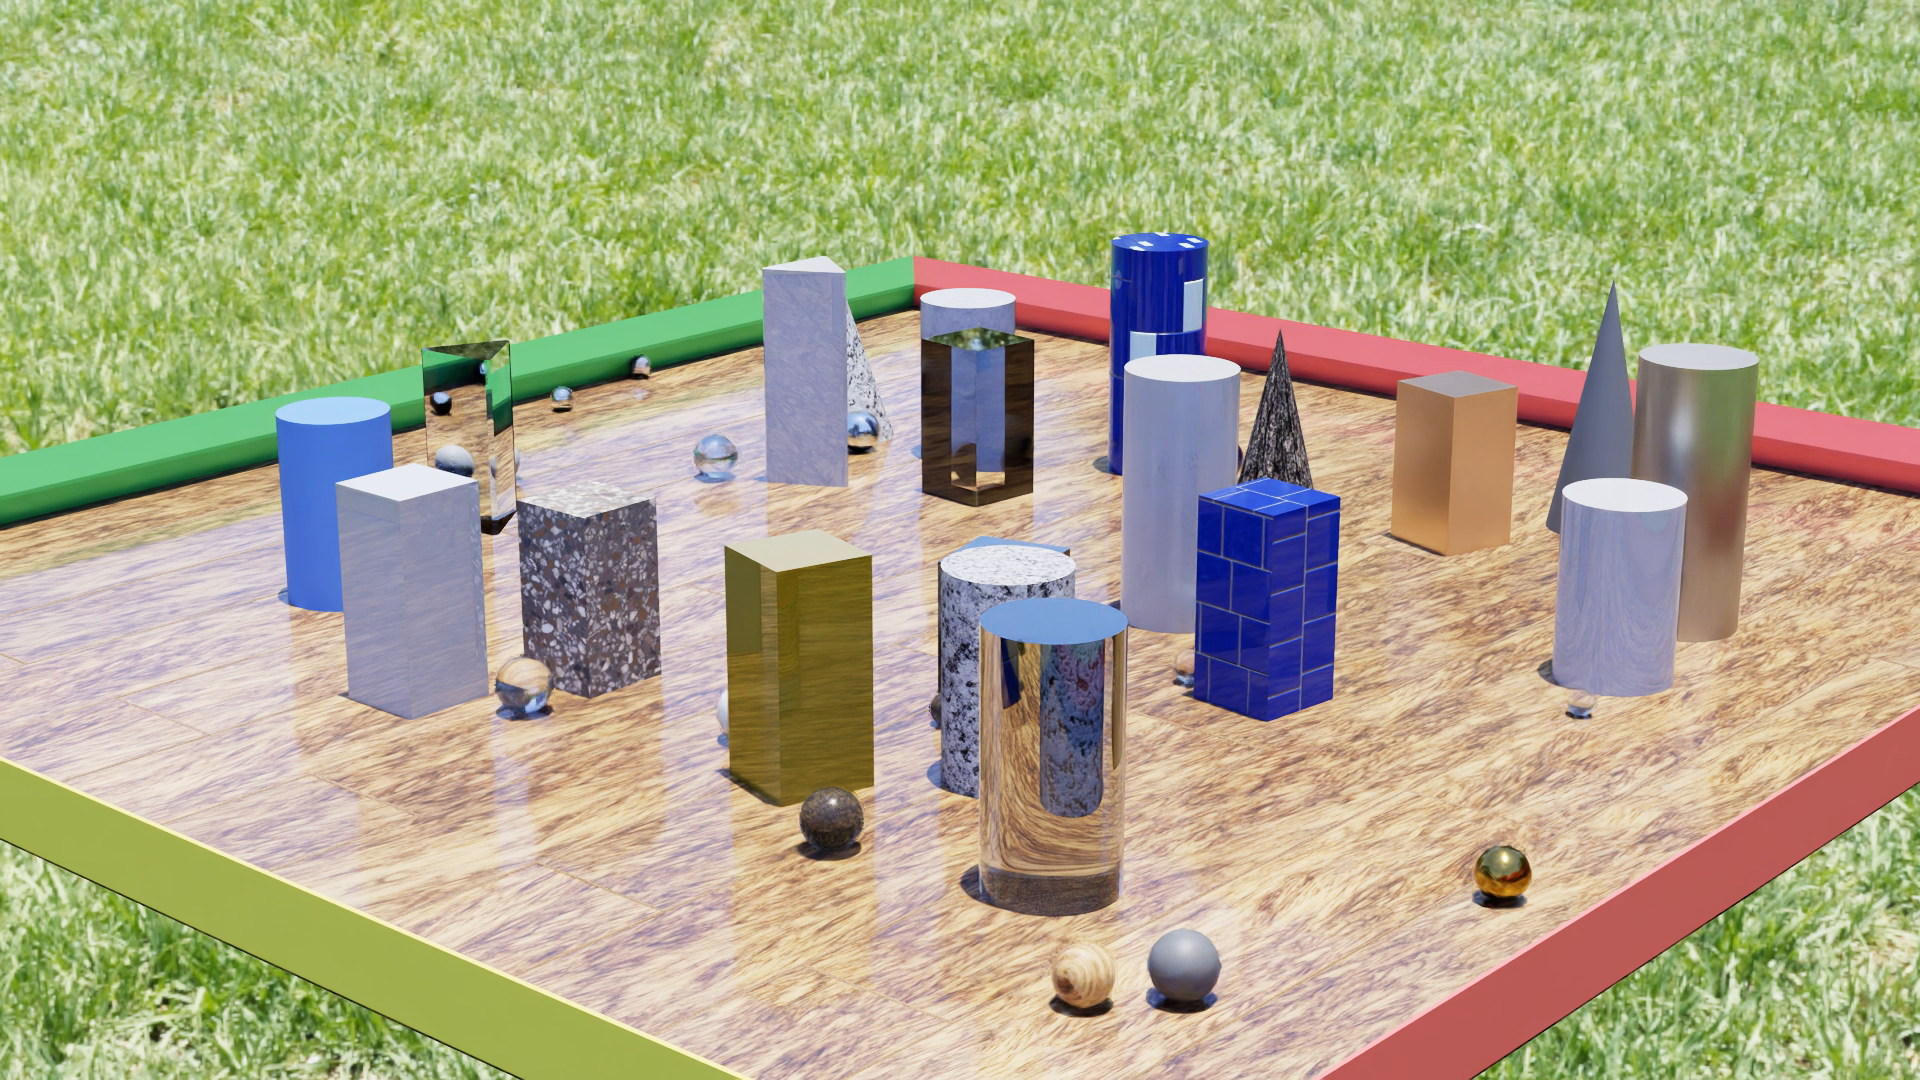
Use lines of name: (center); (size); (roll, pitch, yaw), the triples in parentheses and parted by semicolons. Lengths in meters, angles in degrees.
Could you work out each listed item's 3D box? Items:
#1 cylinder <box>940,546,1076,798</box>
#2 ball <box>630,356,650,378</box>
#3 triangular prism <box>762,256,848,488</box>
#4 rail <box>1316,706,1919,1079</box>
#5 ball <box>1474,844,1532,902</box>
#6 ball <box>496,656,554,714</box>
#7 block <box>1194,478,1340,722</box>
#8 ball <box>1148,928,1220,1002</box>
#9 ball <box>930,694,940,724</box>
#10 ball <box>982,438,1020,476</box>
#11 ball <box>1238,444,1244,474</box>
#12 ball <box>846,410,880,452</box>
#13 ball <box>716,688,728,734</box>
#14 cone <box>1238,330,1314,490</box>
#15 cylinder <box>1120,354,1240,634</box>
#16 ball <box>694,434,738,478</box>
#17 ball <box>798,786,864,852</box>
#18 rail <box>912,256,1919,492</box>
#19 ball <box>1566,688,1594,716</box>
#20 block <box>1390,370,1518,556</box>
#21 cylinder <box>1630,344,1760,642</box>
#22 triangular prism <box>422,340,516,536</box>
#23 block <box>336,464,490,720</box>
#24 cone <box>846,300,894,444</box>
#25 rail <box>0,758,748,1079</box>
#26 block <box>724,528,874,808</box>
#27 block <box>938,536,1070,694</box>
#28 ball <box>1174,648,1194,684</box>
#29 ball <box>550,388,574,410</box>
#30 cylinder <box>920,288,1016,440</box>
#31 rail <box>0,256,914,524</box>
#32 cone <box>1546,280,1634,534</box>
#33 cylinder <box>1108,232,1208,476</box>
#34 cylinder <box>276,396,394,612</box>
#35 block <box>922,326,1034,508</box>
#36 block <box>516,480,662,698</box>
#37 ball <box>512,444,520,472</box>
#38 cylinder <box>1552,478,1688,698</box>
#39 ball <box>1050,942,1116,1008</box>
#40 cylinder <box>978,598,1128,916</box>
cylinder: (0.069, 0.191, 4.247); (0.193, 0.326, 0.193); (0, 17, 0)
ball: (-0.728, -0.393, 6.664); (0.048, 0.048, 0.048); (0, 17, 0)
triangular prism: (-0.287, -0.337, 5.815); (0.167, 0.431, 0.145); (4, 17, 13)
rail: (1.227, 0.339, 4.100); (0.045, 0.126, 3.436); (14, 22, 39)
ball: (0.715, 0.439, 3.862); (0.074, 0.074, 0.074); (0, 17, 0)
ball: (-0.676, 0.224, 4.548); (0.089, 0.089, 0.089); (0, 17, 0)
block: (0.478, 0.090, 4.572); (0.155, 0.331, 0.155); (-15, 22, -40)
ball: (0.273, 0.518, 3.574); (0.089, 0.089, 0.089); (0, 17, 0)
ball: (-0.020, 0.258, 4.500); (0.052, 0.052, 0.052); (0, 17, 0)
ball: (0.082, -0.166, 5.860); (0.079, 0.079, 0.079); (0, 17, 0)
ball: (0.515, -0.161, 5.814); (0.095, 0.095, 0.095); (0, 17, 0)
ball: (-0.207, -0.225, 6.045); (0.086, 0.086, 0.086); (0, 17, 0)
ball: (-0.321, 0.259, 4.429); (0.092, 0.092, 0.092); (0, 17, 0)
cone: (0.577, -0.185, 5.344); (0.193, 0.414, 0.193); (0, 17, 0)
cylinder: (0.371, -0.079, 4.953); (0.193, 0.436, 0.193); (0, 17, 0)
ball: (-0.488, -0.167, 5.846); (0.088, 0.088, 0.088); (0, 17, 0)
ball: (-0.176, 0.383, 4.022); (0.089, 0.089, 0.089); (0, 17, 0)
rail: (1.111, -0.338, 6.345); (3.298, 0.126, 0.045); (14, 22, 39)
ball: (0.961, 0.252, 4.537); (0.043, 0.043, 0.043); (0, 17, 0)
block: (0.910, -0.143, 5.403); (0.155, 0.298, 0.155); (-11, 20, -31)
cylinder: (1.219, -0.080, 4.905); (0.193, 0.466, 0.193); (0, 17, 0)
triangular prism: (-0.895, -0.200, 5.529); (0.167, 0.335, 0.145); (11, 20, 33)
block: (-0.854, 0.078, 4.577); (0.155, 0.352, 0.155); (14, 22, 39)
cone: (-0.236, -0.363, 6.143); (0.193, 0.292, 0.193); (0, 17, 0)
rail: (-1.111, 0.401, 3.895); (3.298, 0.126, 0.045); (14, 22, 39)
block: (-0.231, 0.182, 4.232); (0.155, 0.352, 0.155); (-10, 20, -31)
block: (0.069, 0.137, 4.579); (0.155, 0.239, 0.155); (8, 19, 25)
ball: (0.369, 0.201, 4.681); (0.057, 0.057, 0.057); (0, 17, 0)
ball: (-0.866, -0.305, 6.374); (0.048, 0.048, 0.048); (0, 17, 0)
cylinder: (0.016, -0.335, 5.993); (0.193, 0.326, 0.193); (0, 17, 0)
rail: (-1.227, -0.276, 6.140); (0.045, 0.126, 3.436); (14, 22, 39)
cone: (1.203, -0.254, 5.460); (0.193, 0.478, 0.193); (0, 17, 0)
cylinder: (0.396, -0.368, 5.867); (0.193, 0.462, 0.193); (0, 17, 0)
cylinder: (-1.076, -0.063, 5.080); (0.193, 0.332, 0.193); (0, 17, 0)
block: (0.035, -0.241, 5.712); (0.155, 0.308, 0.155); (-15, 23, -41)
block: (-0.590, 0.077, 4.677); (0.155, 0.297, 0.155); (14, 22, 39)
ball: (-0.915, -0.160, 5.845); (0.076, 0.076, 0.076); (0, 17, 0)
cylinder: (1.049, 0.074, 4.673); (0.193, 0.304, 0.193); (0, 17, 0)
ball: (0.150, 0.528, 3.560); (0.079, 0.079, 0.079); (0, 17, 0)
cylinder: (0.122, 0.284, 3.857); (0.193, 0.375, 0.193); (0, 17, 0)
